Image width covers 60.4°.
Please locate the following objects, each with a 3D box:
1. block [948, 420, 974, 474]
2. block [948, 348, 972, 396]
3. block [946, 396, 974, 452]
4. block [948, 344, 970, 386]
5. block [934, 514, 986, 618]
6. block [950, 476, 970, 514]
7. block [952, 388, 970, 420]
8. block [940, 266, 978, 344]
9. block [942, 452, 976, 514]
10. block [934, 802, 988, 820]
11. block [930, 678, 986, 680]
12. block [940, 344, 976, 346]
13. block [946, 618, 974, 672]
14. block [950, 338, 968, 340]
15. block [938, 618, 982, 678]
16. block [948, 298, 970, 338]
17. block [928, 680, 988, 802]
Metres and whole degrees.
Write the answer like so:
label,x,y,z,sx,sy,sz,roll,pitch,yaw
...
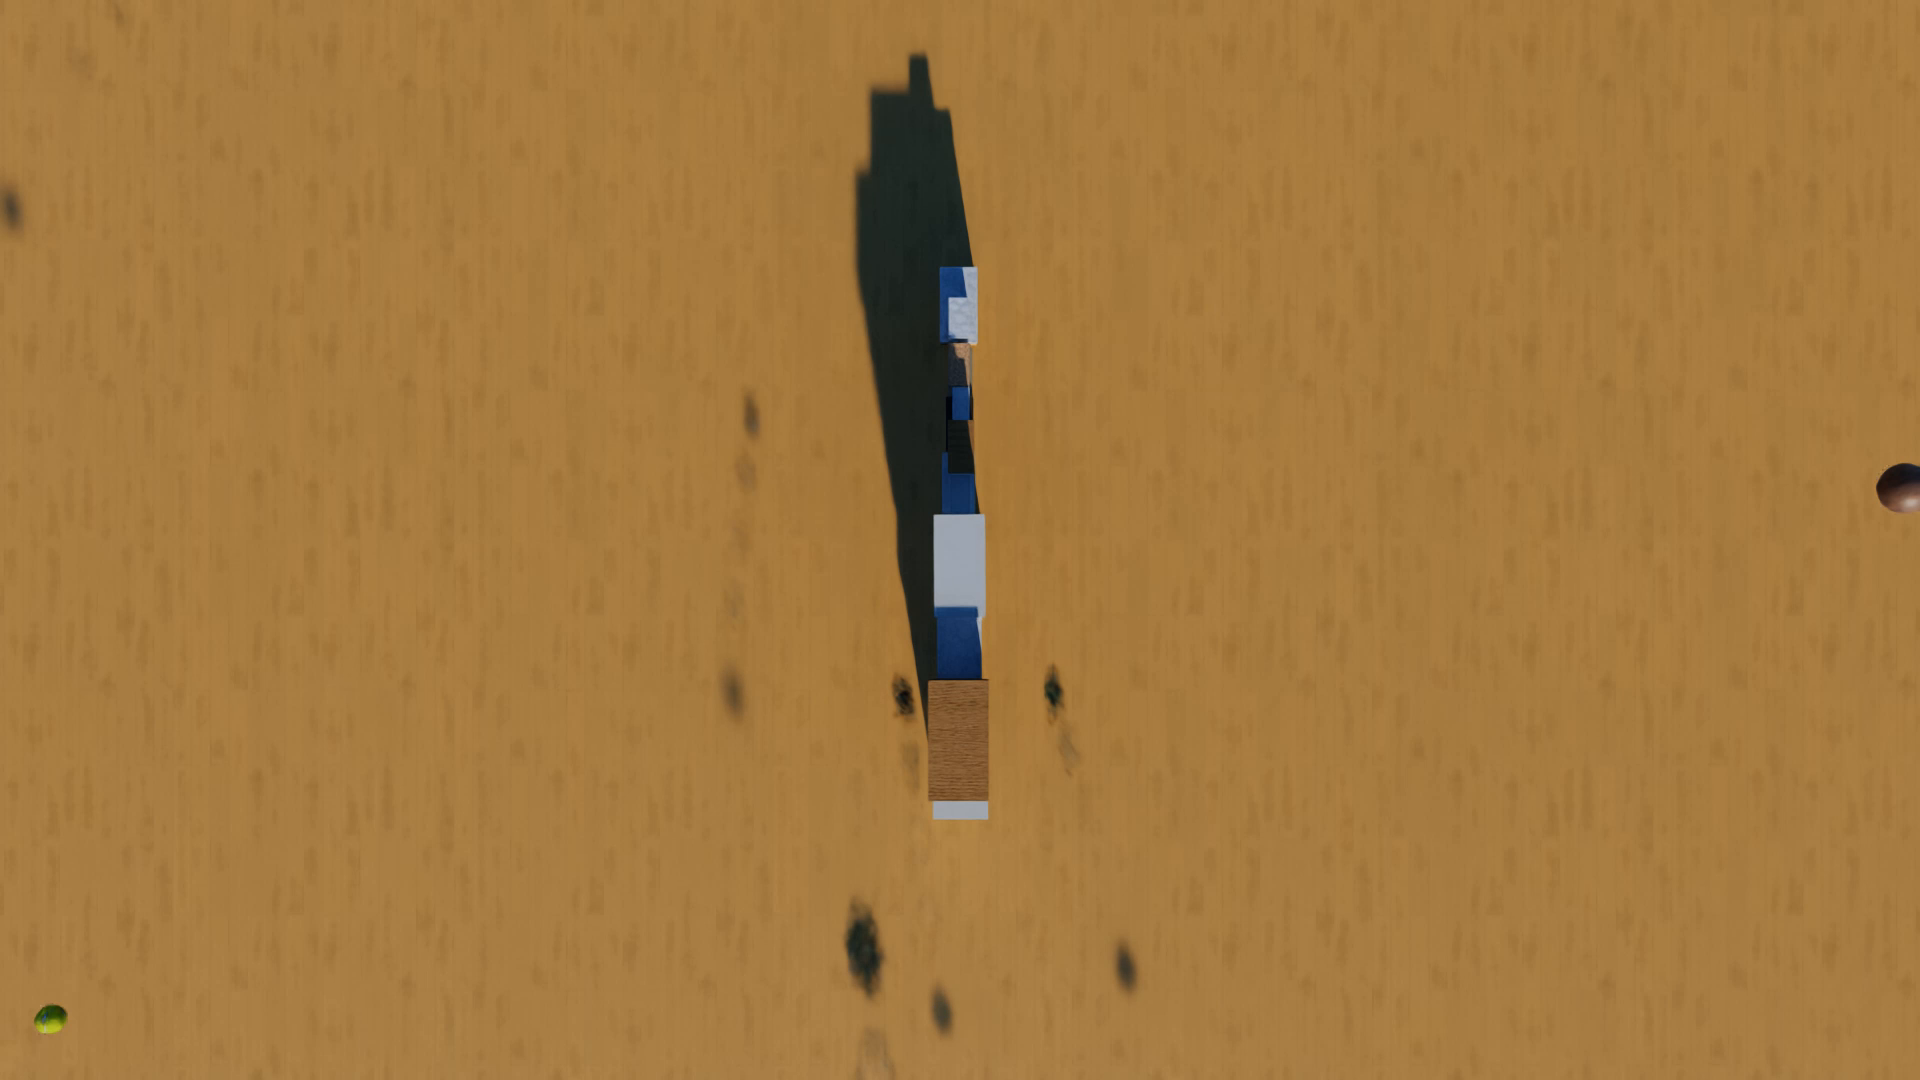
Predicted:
label,x,y,z,sx,sy,sz,roll,pitch,yaw
block,0.004,-0.287,5.084,0.081,0.023,0.163,0,90,0
block,0.002,-0.543,5.332,0.078,0.022,0.157,0,90,0
block,-0.001,-0.372,5.311,0.088,0.025,0.176,0,90,0
block,-0.004,-0.551,5.180,0.066,0.019,0.132,0,90,0
block,-0.001,0.075,4.838,0.150,0.043,0.301,0,90,0
block,0.001,-0.140,5.128,0.061,0.017,0.122,0,90,0
block,0.003,-0.427,5.185,0.053,0.015,0.106,0,90,0
block,-0.005,-0.746,5.244,0.120,0.034,0.239,0,90,0
block,-0.005,-0.173,5.274,0.106,0.030,0.212,0,90,0
block,0.002,0.696,5.136,0.170,0.048,0.340,0,90,0
block,-0.005,0.459,4.973,0.173,0.414,0.049,0,90,0
block,-0.004,-0.666,5.380,0.120,0.239,0.034,0,90,0
block,0.002,0.314,5.003,0.083,0.023,0.166,0,90,0
block,-0.003,-0.644,5.164,0.063,0.125,0.018,0,90,0
block,-0.002,0.381,5.200,0.140,0.040,0.280,0,90,0
block,-0.003,-0.686,5.093,0.063,0.018,0.125,0,90,0
block,-0.004,0.575,4.742,0.173,0.049,0.346,0,90,0
